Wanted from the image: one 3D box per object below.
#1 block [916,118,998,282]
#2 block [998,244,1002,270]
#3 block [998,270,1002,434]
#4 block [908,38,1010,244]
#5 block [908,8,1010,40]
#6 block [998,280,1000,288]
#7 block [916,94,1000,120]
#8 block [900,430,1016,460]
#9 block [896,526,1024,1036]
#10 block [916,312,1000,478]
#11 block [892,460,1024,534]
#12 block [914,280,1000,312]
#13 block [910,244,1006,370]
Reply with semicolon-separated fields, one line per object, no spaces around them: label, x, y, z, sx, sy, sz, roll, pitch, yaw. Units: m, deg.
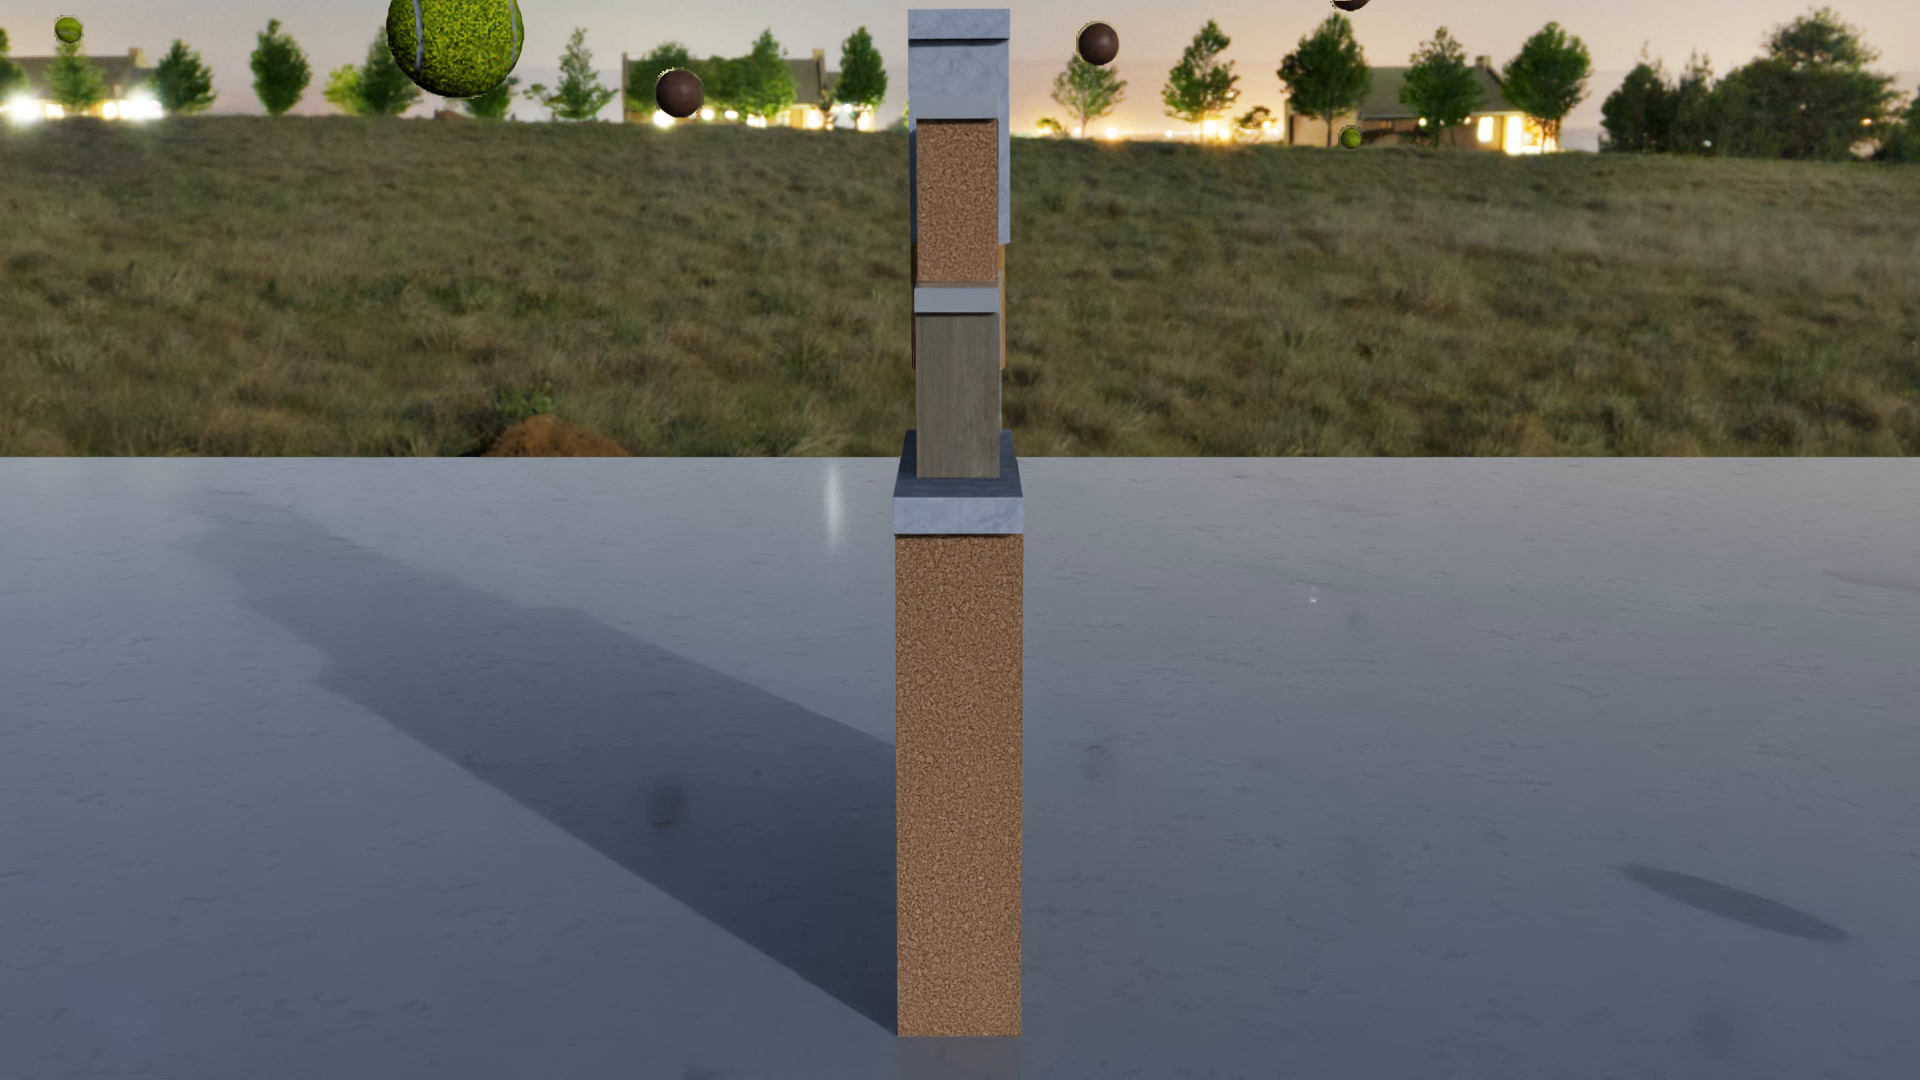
block;-0.004;-0.485;3.141;0.114;0.229;0.032;0;10;0
block;-0.001;-0.470;3.601;0.132;0.037;0.265;-1;11;0
block;0.001;-0.305;3.542;0.132;0.265;0.037;0;11;0
block;-0.001;-0.640;3.538;0.161;0.321;0.046;-1;11;0
block;-0.004;-0.841;3.608;0.161;0.046;0.321;-1;11;-1
block;0.001;-0.386;3.362;0.114;0.032;0.229;0;11;0
block;-0.001;-0.627;3.192;0.114;0.032;0.229;0;10;2
block;-0.002;-0.126;3.435;0.172;0.049;0.344;0;11;0
block;-0.001;0.337;3.048;0.173;0.724;0.049;0;11;0
block;-0.003;-0.205;3.077;0.117;0.233;0.033;0;10;0
block;-0.002;-0.064;3.091;0.173;0.049;0.346;0;11;0
block;-0.004;-0.350;3.131;0.117;0.033;0.233;0;10;0
block;-0.004;-0.570;3.770;0.161;0.549;0.046;0;11;0
